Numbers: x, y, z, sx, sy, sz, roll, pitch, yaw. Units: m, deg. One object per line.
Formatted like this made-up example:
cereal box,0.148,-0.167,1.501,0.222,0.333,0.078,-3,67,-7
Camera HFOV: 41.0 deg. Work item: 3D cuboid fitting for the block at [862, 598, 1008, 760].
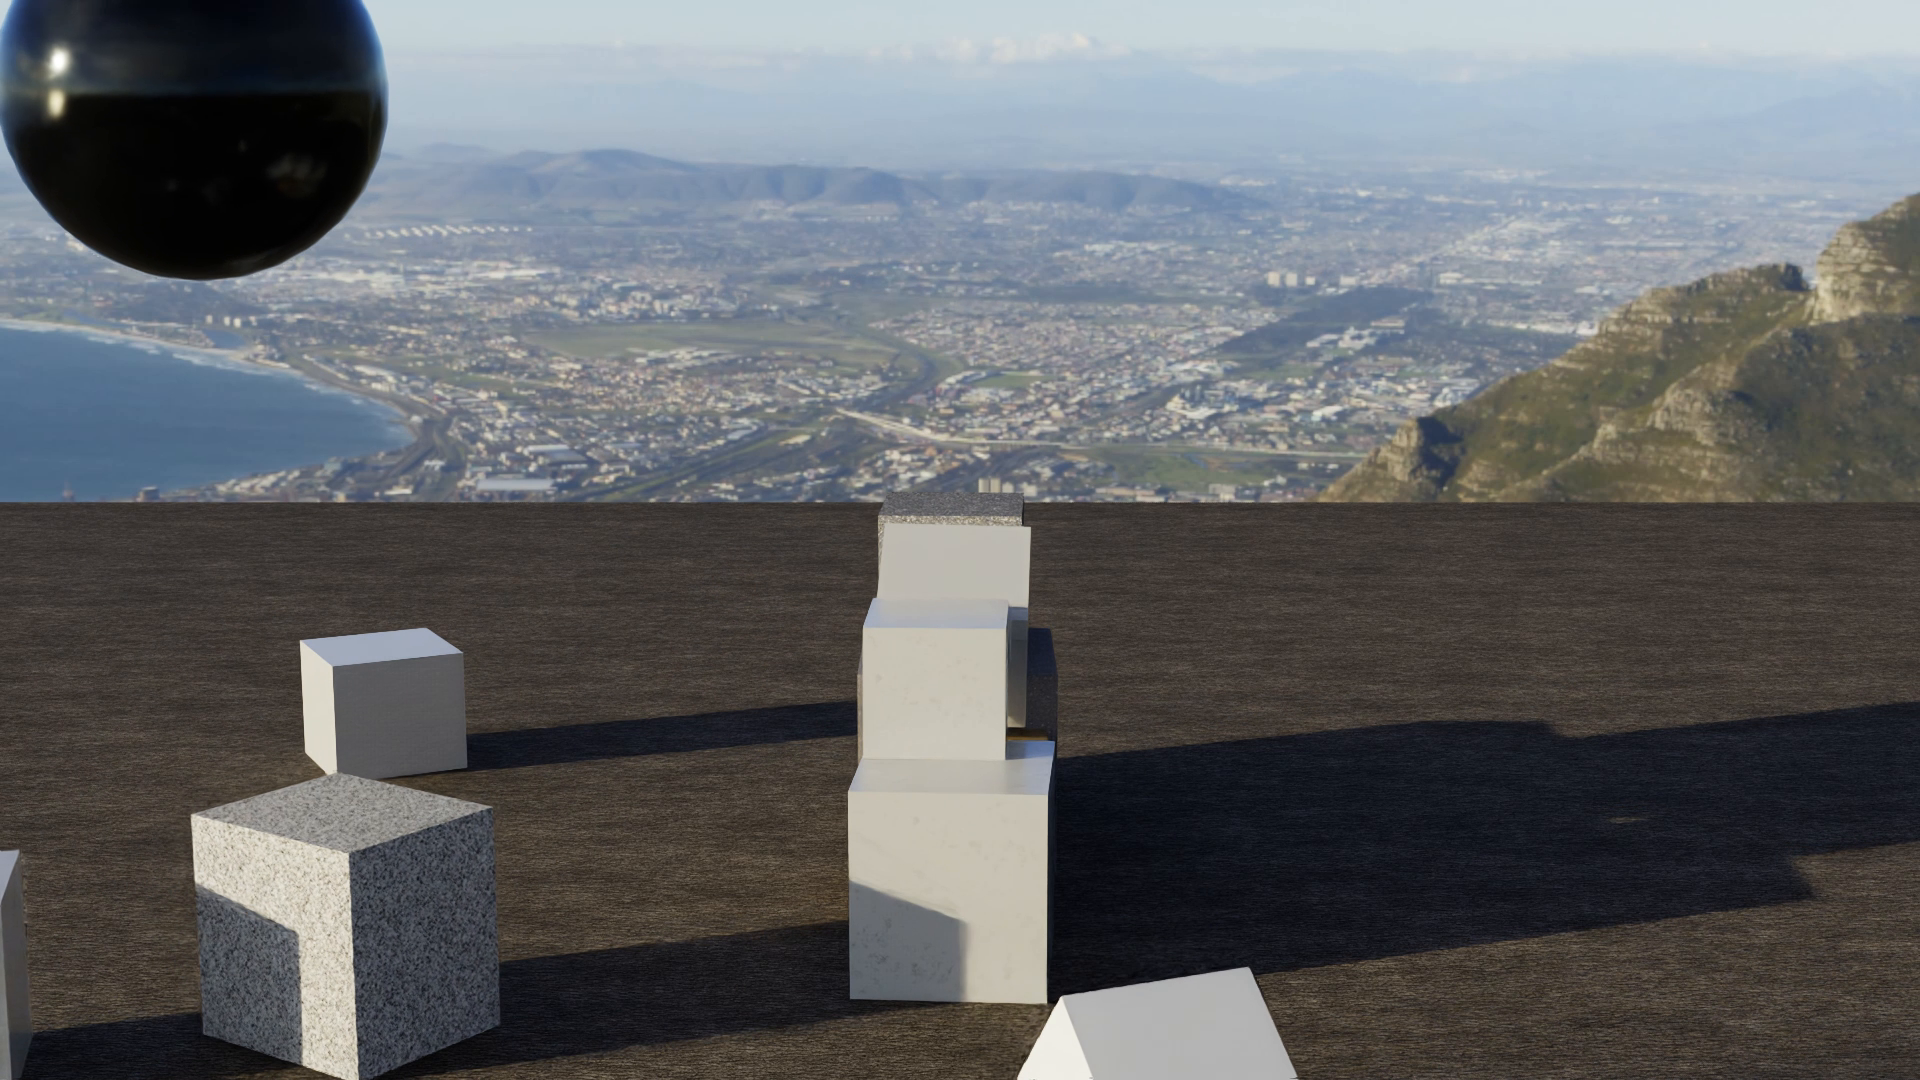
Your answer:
block,-0.091,0.556,10.389,0.562,0.532,0.567,1,10,2

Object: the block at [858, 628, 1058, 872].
block,-0.011,0.950,11.810,0.879,0.905,0.963,0,10,0

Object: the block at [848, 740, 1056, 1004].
block,-0.018,1.291,10.154,0.756,0.826,0.799,1,10,4

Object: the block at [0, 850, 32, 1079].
block,-3.623,1.550,9.017,0.581,0.723,0.637,-2,11,-14

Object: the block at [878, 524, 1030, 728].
block,-0.023,0.364,11.068,0.634,0.588,0.646,1,37,2

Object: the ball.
ball,-3.228,-1.897,10.835,1.600,1.600,1.600,0,10,0

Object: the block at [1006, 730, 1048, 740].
block,-0.008,1.224,10.981,0.777,0.662,0.746,0,10,0

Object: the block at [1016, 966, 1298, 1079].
block,0.588,1.732,7.591,0.623,0.641,0.601,-4,51,-23

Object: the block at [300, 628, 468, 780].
block,-2.976,0.844,13.238,0.667,0.603,0.674,-5,12,-27

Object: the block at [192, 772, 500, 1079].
block,-2.260,1.406,9.471,0.834,0.844,0.697,7,12,34

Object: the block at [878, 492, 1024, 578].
block,-0.032,0.154,11.836,0.641,0.652,0.666,0,10,2
